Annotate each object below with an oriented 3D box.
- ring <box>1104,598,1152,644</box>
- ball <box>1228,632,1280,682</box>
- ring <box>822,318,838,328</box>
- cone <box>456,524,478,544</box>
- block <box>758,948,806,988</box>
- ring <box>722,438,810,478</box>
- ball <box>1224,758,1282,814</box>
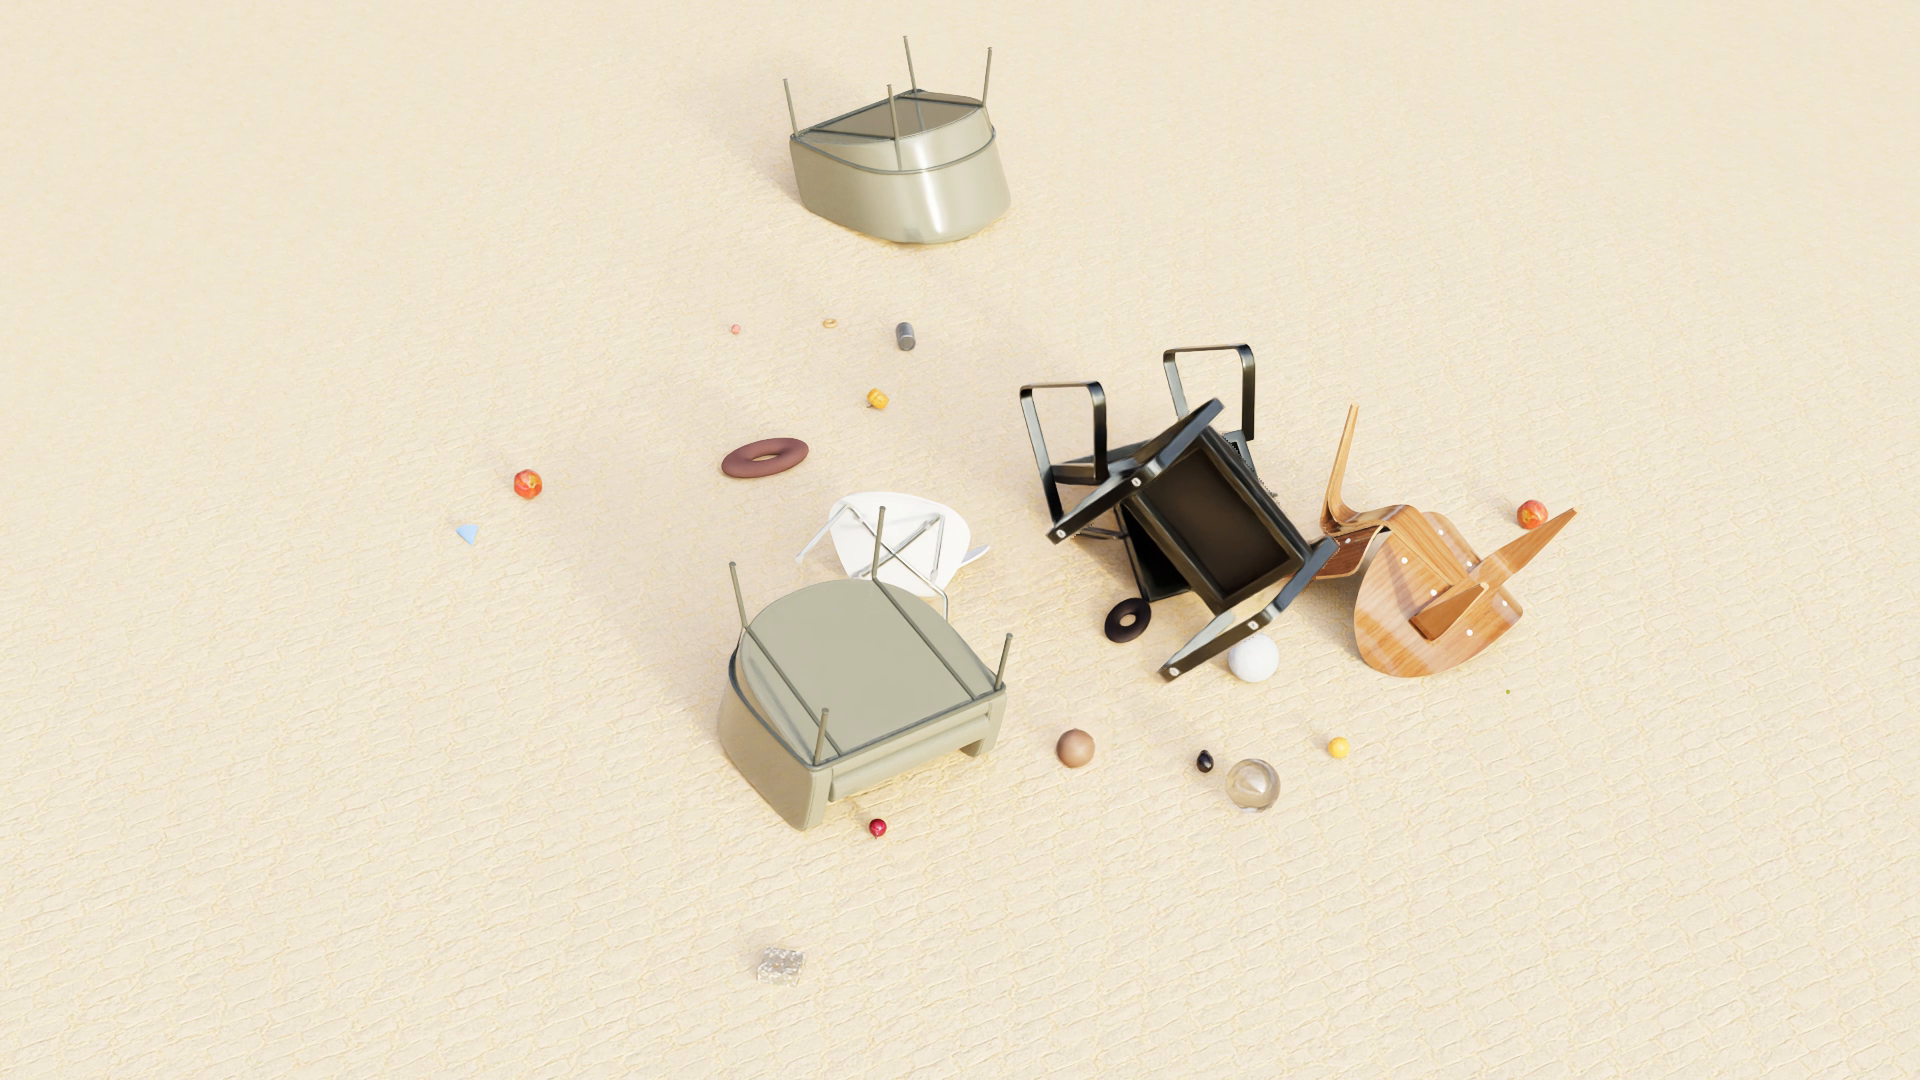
[{"bbox_3d":[0.600,0.286,10.474,0.152,0.040,0.285,13,35,17],"label":"ring"},{"bbox_3d":[1.018,0.406,10.166,0.179,0.179,0.179,0,33,0],"label":"ball"},{"bbox_3d":[-0.544,-0.909,12.306,0.061,0.021,0.068,29,42,35],"label":"ring"},{"bbox_3d":[-1.829,-0.009,10.937,0.085,0.049,0.086,-10,50,-17],"label":"cone"},{"bbox_3d":[-0.542,1.301,8.926,0.119,0.049,0.109,7,34,10],"label":"block"},{"bbox_3d":[-0.755,-0.319,11.376,0.370,0.059,0.217,-18,37,-26],"label":"ring"},{"bbox_3d":[0.955,0.802,9.561,0.184,0.184,0.184,0,33,0],"label":"ball"}]
